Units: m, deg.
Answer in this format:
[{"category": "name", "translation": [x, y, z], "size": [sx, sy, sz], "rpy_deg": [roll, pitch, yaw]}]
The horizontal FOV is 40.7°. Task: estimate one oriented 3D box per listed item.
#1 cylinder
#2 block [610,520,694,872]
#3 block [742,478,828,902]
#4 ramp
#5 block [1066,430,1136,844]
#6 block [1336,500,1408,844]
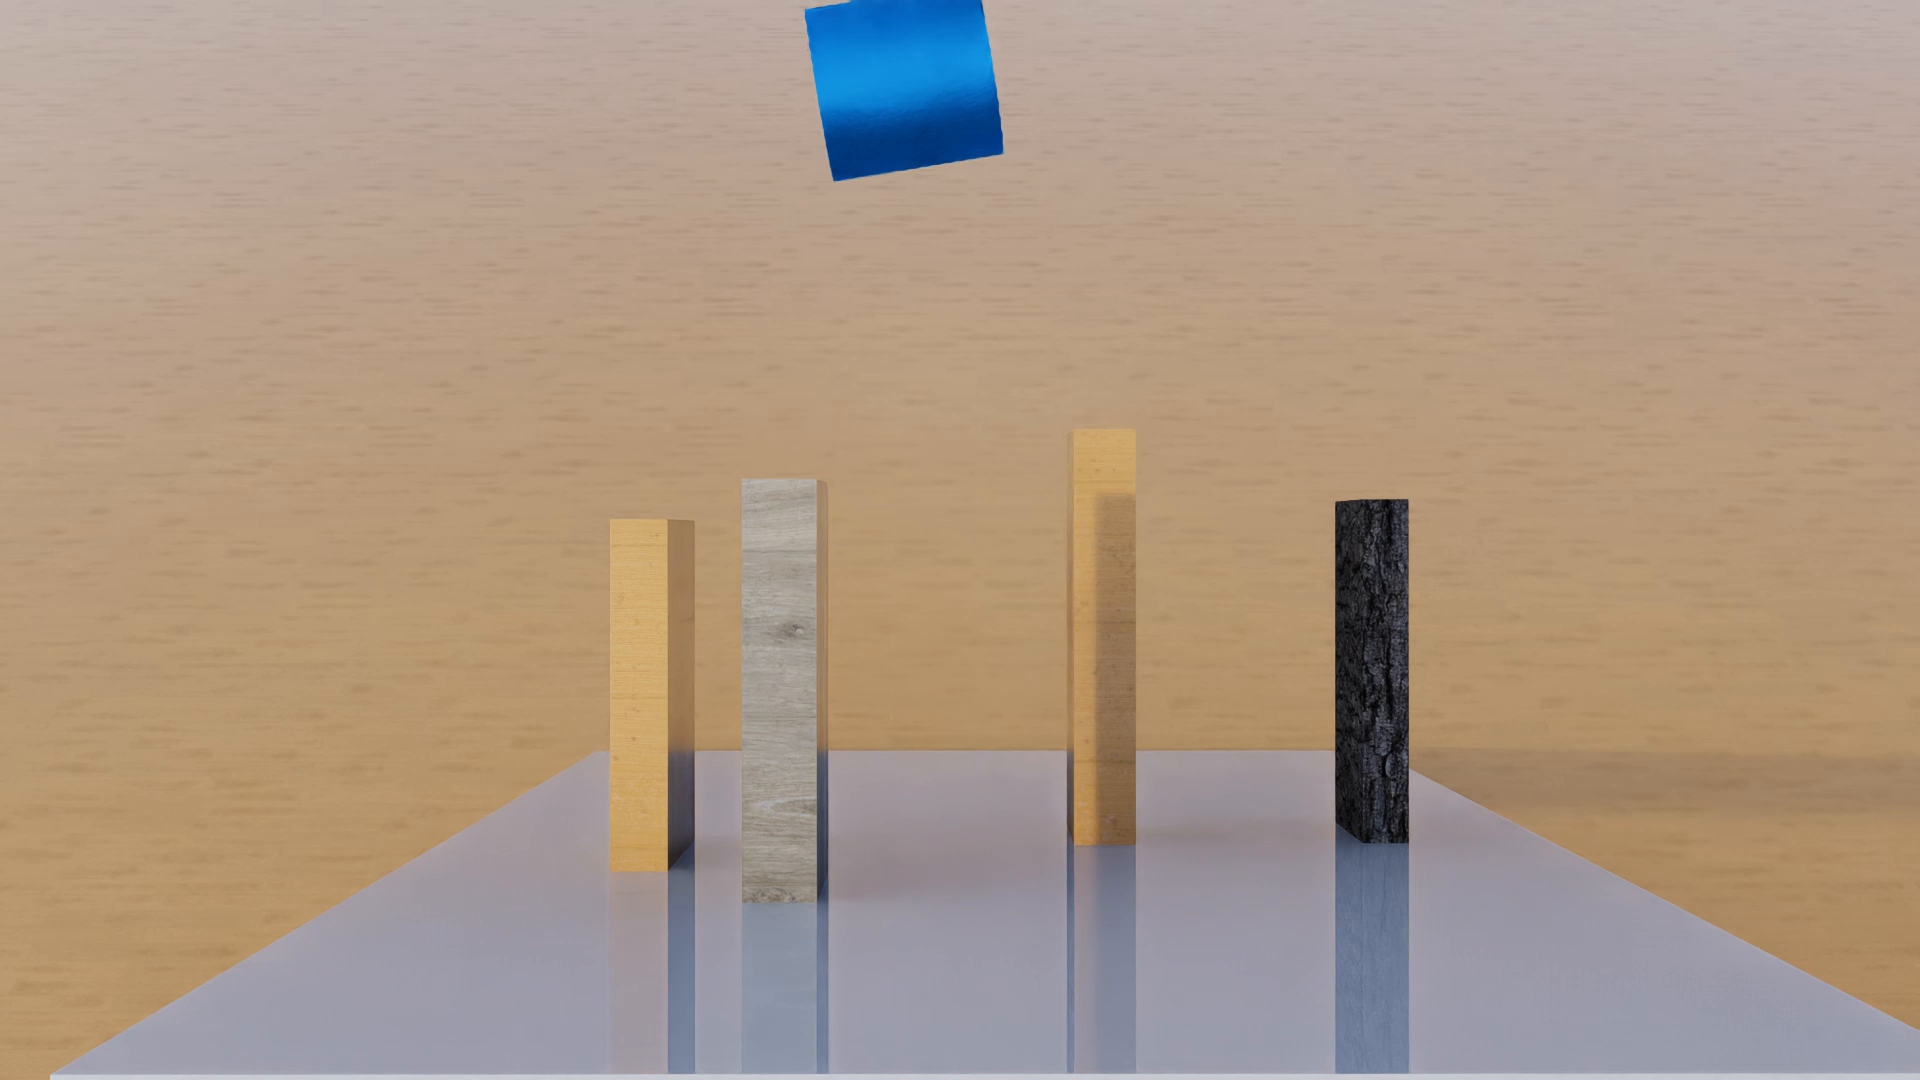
[{"category": "cylinder", "translation": [-0.050, -0.412, 2.324], "size": [0.155, 0.155, 0.155], "rpy_deg": [-9, 30, 0]}, {"category": "block", "translation": [-0.529, 0.255, 4.478], "size": [0.095, 0.579, 0.439], "rpy_deg": [0, 0, 0]}, {"category": "block", "translation": [-0.272, 0.226, 4.067], "size": [0.113, 0.638, 0.345], "rpy_deg": [0, 0, 0]}, {"category": "ramp", "translation": [0.067, 0.594, 4.650], "size": [2.000, 0.100, 4.000], "rpy_deg": [0, 0, 0]}, {"category": "block", "translation": [0.259, 0.173, 4.776], "size": [0.110, 0.742, 0.313], "rpy_deg": [0, 0, 0]}, {"category": "block", "translation": [0.764, 0.235, 4.812], "size": [0.083, 0.617, 0.340], "rpy_deg": [0, 0, 0]}]
